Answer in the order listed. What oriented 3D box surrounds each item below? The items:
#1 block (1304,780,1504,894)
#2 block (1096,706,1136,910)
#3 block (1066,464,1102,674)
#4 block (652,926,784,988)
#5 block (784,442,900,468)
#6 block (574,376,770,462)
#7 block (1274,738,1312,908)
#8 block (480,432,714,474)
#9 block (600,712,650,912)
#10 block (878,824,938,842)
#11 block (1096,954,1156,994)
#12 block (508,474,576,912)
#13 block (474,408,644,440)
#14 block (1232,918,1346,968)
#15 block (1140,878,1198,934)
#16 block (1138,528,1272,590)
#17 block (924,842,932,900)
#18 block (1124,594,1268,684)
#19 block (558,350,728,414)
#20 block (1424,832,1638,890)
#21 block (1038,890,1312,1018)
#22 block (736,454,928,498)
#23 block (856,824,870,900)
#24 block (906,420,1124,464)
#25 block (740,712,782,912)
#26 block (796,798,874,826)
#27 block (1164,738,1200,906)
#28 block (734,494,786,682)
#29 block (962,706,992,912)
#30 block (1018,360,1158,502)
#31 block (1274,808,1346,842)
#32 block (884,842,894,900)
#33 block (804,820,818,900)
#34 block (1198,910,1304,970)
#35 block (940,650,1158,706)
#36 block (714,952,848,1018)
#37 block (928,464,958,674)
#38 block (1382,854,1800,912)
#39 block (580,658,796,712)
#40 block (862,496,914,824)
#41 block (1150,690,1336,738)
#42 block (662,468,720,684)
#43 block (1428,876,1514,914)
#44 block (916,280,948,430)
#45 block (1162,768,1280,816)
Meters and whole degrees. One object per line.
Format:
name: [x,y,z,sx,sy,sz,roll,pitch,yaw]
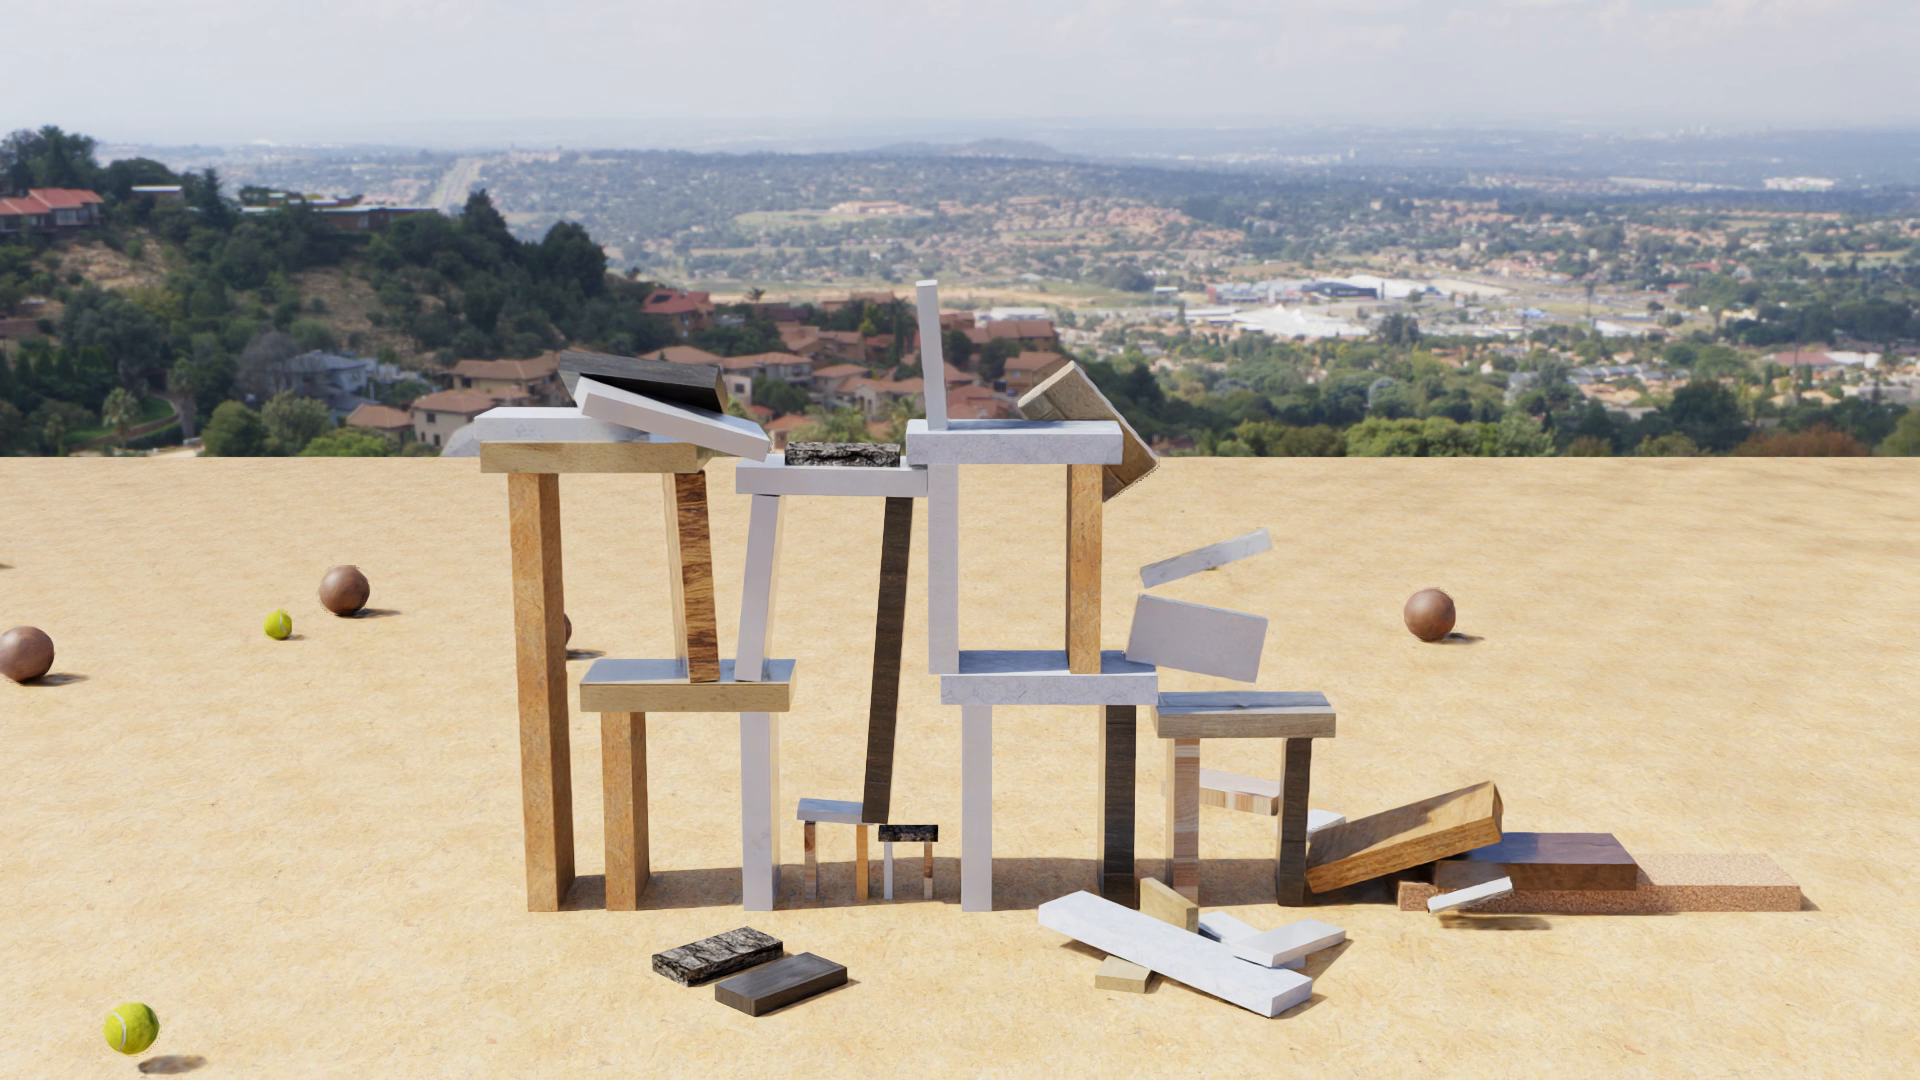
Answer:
block: [0.737,0.492,3.648,0.320,0.045,0.160,-20,10,19]
block: [0.258,0.419,3.638,0.049,0.347,0.174,0,11,0]
block: [0.200,0.032,3.568,0.048,0.340,0.170,0,11,0]
block: [-0.369,0.635,3.357,0.181,0.026,0.090,-10,14,-42]
block: [-0.187,-0.138,3.531,0.181,0.026,0.090,1,11,0]
block: [-0.452,-0.190,3.452,0.295,0.036,0.126,15,12,-19]
block: [0.552,0.447,3.648,0.041,0.287,0.144,3,11,6]
block: [-0.578,-0.144,3.522,0.341,0.048,0.171,0,11,2]
block: [-0.553,0.425,3.639,0.047,0.335,0.167,0,11,0]
block: [-0.085,0.486,3.647,0.099,0.014,0.050,0,11,0]
block: [0.258,0.644,3.321,0.075,0.021,0.149,3,11,17]
block: [-0.683,0.235,3.601,0.048,0.723,0.171,0,11,0]
block: [-0.636,-0.186,3.522,0.251,0.036,0.126,0,11,4]
block: [0.505,0.614,3.363,0.067,0.019,0.260,13,7,34]
block: [0.328,0.590,3.461,0.021,0.075,0.149,-3,11,-24]
block: [0.397,0.030,3.572,0.214,0.030,0.107,-18,1,4]
block: [-0.052,0.542,3.657,0.014,0.099,0.050,0,11,0]
block: [0.385,0.160,3.579,0.214,0.107,0.030,10,9,-1]
block: [-0.504,-0.249,3.508,0.251,0.036,0.126,7,-18,4]
block: [0.933,0.529,3.626,0.320,0.045,0.160,0,11,1]
block: [0.319,0.620,3.320,0.432,0.030,0.107,15,16,39]
block: [-0.202,-0.105,3.540,0.302,0.043,0.151,1,11,0]
block: [-0.161,0.526,3.658,0.018,0.129,0.064,0,11,0]
block: [0.086,-0.158,3.532,0.340,0.048,0.170,0,11,0]
block: [-0.329,0.425,3.639,0.047,0.335,0.167,0,11,0]
block: [-0.204,0.450,3.645,0.129,0.018,0.064,5,11,-1]
block: [0.368,0.448,3.647,0.041,0.287,0.144,0,11,0]
block: [-0.322,0.064,3.571,0.043,0.302,0.151,7,11,0]
block: [0.027,0.419,3.638,0.049,0.347,0.174,0,11,0]
block: [0.213,-0.178,3.643,0.114,0.229,0.032,-36,24,17]
block: [0.638,0.519,4.000,0.067,0.019,0.133,9,14,41]
block: [-0.119,0.542,3.657,0.014,0.099,0.050,0,11,0]
block: [-0.247,0.526,3.659,0.018,0.129,0.064,0,11,0]
block: [0.438,0.626,3.419,0.075,0.021,0.218,-6,12,-29]
block: [0.143,0.224,3.601,0.347,0.049,0.174,0,11,0]
block: [-0.263,0.655,3.248,0.090,0.026,0.181,10,15,43]
block: [-0.026,0.032,3.568,0.048,0.340,0.170,0,11,0]
block: [1.043,0.569,3.659,0.648,0.045,0.160,0,11,0]
block: [-0.441,0.238,3.604,0.335,0.047,0.167,0,11,0]
block: [-0.116,0.183,3.595,0.043,0.538,0.151,5,11,0]
block: [0.462,0.287,3.615,0.287,0.041,0.144,0,10,0]
block: [-0.439,0.045,3.572,0.048,0.341,0.171,-6,12,-14]
block: [0.816,0.569,3.516,0.133,0.019,0.067,-18,-19,10]
block: [-0.044,-0.296,3.509,0.032,0.229,0.114,-5,11,1]
block: [0.512,0.477,4.188,0.229,0.032,0.114,7,12,32]
